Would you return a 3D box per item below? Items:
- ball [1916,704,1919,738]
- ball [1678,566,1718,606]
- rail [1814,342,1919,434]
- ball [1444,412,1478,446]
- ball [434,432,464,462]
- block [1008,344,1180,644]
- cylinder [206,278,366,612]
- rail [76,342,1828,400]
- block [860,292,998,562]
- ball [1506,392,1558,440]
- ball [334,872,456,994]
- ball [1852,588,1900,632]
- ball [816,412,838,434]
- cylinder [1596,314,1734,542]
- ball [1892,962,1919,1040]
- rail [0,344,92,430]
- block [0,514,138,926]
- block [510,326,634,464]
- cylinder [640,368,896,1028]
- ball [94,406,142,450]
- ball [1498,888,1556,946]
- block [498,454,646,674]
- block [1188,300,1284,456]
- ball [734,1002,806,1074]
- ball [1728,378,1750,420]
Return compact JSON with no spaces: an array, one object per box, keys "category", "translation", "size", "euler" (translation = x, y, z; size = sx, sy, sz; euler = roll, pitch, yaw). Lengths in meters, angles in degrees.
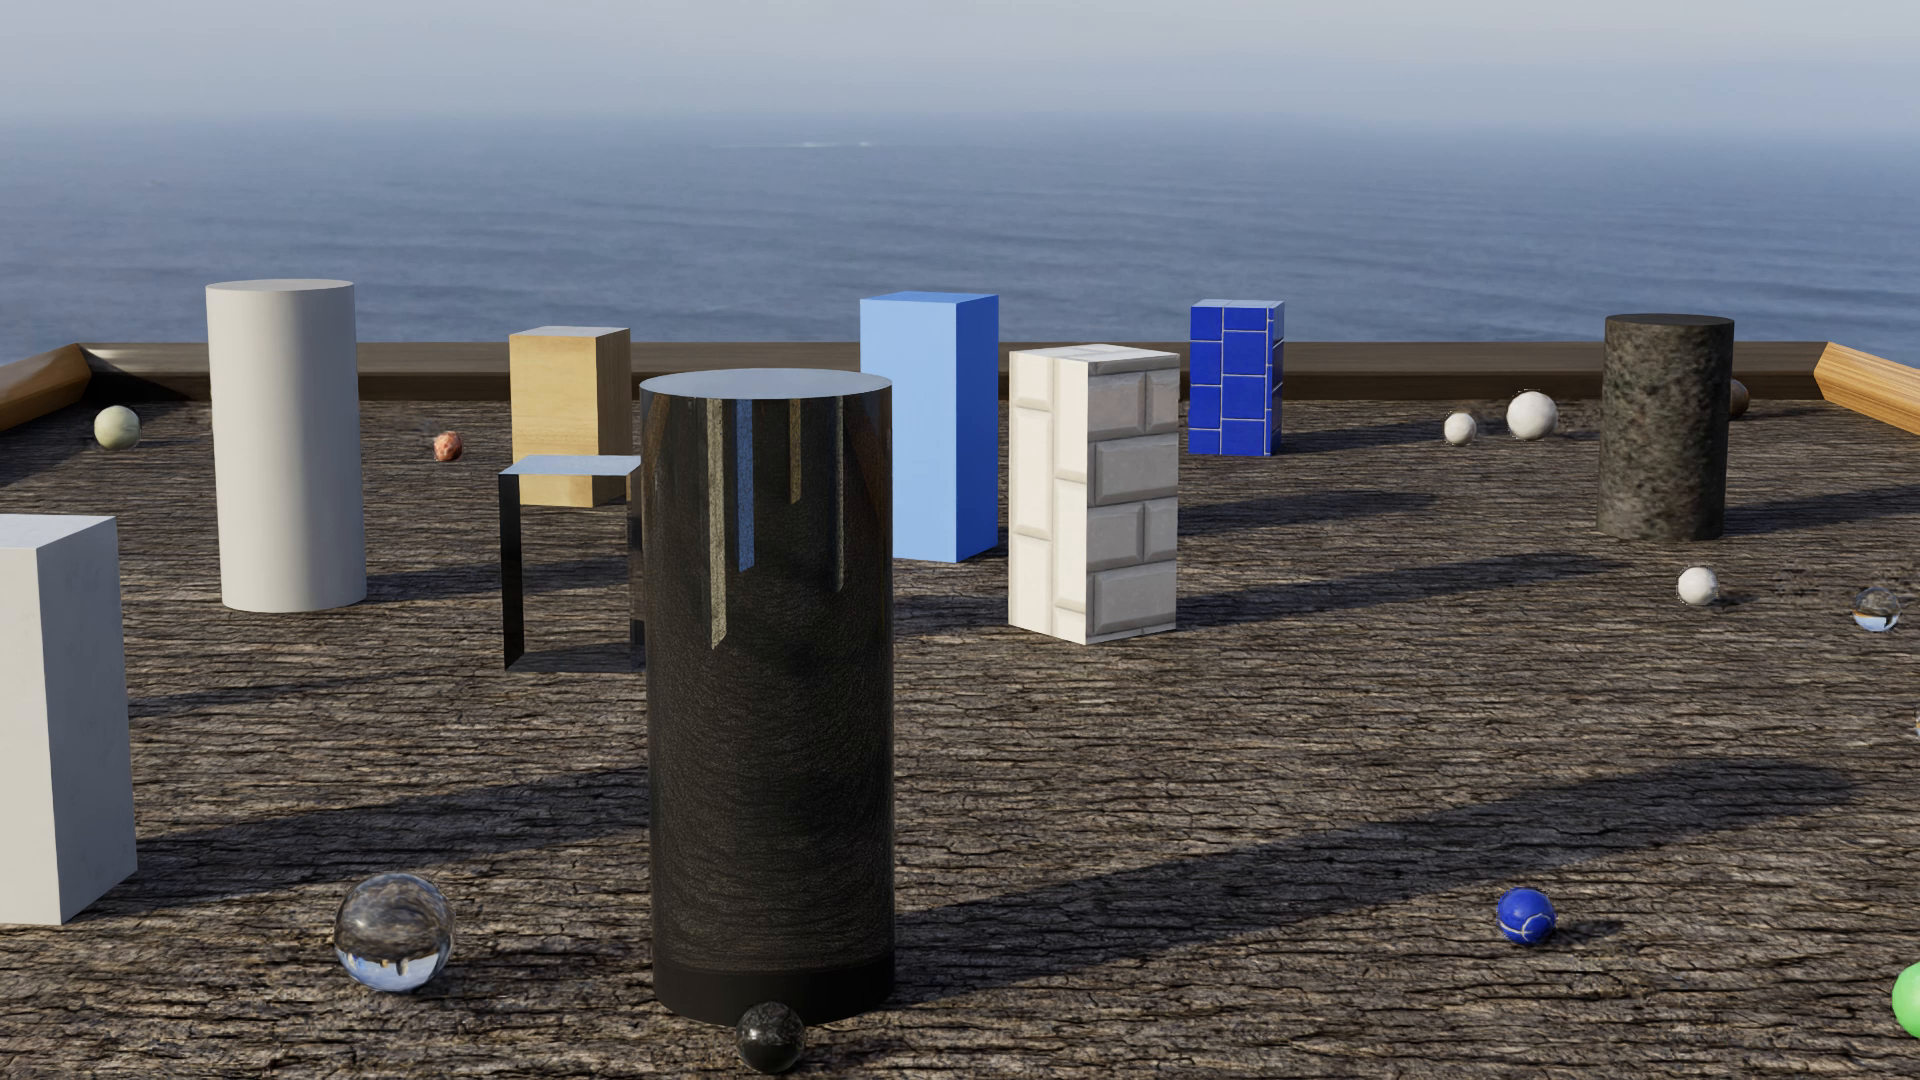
[{"category":"ball","translation":[1.051,0.191,2.682],"size":[0.096,0.096,0.096],"euler":[0,11,0]},{"category":"ball","translation":[1.004,0.063,3.490],"size":[0.053,0.053,0.053],"euler":[0,11,0]},{"category":"rail","translation":[1.892,0.030,3.460],"size":[0.045,0.126,4.408],"euler":[0,11,0]},{"category":"ball","translation":[0.967,-0.215,4.957],"size":[0.063,0.063,0.063],"euler":[0,11,0]},{"category":"ball","translation":[-0.947,-0.171,4.749],"size":[0.054,0.054,0.054],"euler":[0,11,0]},{"category":"block","translation":[0.173,-0.064,3.331],"size":[0.155,0.360,0.155],"euler":[-8,13,-37]},{"category":"cylinder","translation":[-0.918,-0.132,3.505],"size":[0.194,0.432,0.194],"euler":[0,11,0]},{"category":"rail","translation":[-0.013,-0.366,5.593],"size":[3.832,0.126,0.045],"euler":[0,11,0]},{"category":"block","translation":[-0.045,-0.174,3.859],"size":[0.155,0.384,0.155],"euler":[5,12,24]},{"category":"ball","translation":[1.118,-0.242,5.011],"size":[0.097,0.097,0.097],"euler":[0,11,0]},{"category":"ball","translation":[-0.449,0.312,2.038],"size":[0.095,0.095,0.095],"euler":[0,11,0]},{"category":"ball","translation":[1.189,0.090,3.328],"size":[0.058,0.058,0.058],"euler":[0,11,0]},{"category":"ball","translation":[-0.266,-0.235,5.117],"size":[0.044,0.044,0.044],"euler":[0,11,0]},{"category":"cylinder","translation":[1.104,-0.179,4.022],"size":[0.194,0.334,0.194],"euler":[0,11,0]},{"category":"ball","translation":[0.735,0.348,1.932],"size":[0.062,0.062,0.062],"euler":[0,11,0]},{"category":"rail","translation":[-1.892,0.034,3.438],"size":[0.045,0.126,4.408],"euler":[0,11,0]},{"category":"block","translation":[-0.838,0.153,2.251],"size":[0.155,0.329,0.155],"euler":[1,11,6]},{"category":"block","translation":[-0.663,-0.218,4.388],"size":[0.155,0.278,0.155],"euler":[3,11,14]},{"category":"cylinder","translation":[-0.149,0.118,2.013],"size":[0.194,0.485,0.194],"euler":[0,11,0]},{"category":"ball","translation":[-1.605,-0.213,4.886],"size":[0.086,0.086,0.086],"euler":[0,11,0]},{"category":"ball","translation":[0.474,0.315,2.147],"size":[0.047,0.047,0.047],"euler":[0,11,0]},{"category":"block","translation":[-0.470,0.027,3.164],"size":[0.155,0.243,0.155],"euler":[1,11,4]},{"category":"block","translation":[0.527,-0.311,4.887],"size":[0.155,0.278,0.155],"euler":[3,11,14]},{"category":"ball","translation":[-0.139,0.364,1.875],"size":[0.051,0.051,0.051],"euler":[0,11,0]},{"category":"ball","translation":[1.583,-0.289,5.292],"size":[0.088,0.088,0.088],"euler":[0,11,0]}]
